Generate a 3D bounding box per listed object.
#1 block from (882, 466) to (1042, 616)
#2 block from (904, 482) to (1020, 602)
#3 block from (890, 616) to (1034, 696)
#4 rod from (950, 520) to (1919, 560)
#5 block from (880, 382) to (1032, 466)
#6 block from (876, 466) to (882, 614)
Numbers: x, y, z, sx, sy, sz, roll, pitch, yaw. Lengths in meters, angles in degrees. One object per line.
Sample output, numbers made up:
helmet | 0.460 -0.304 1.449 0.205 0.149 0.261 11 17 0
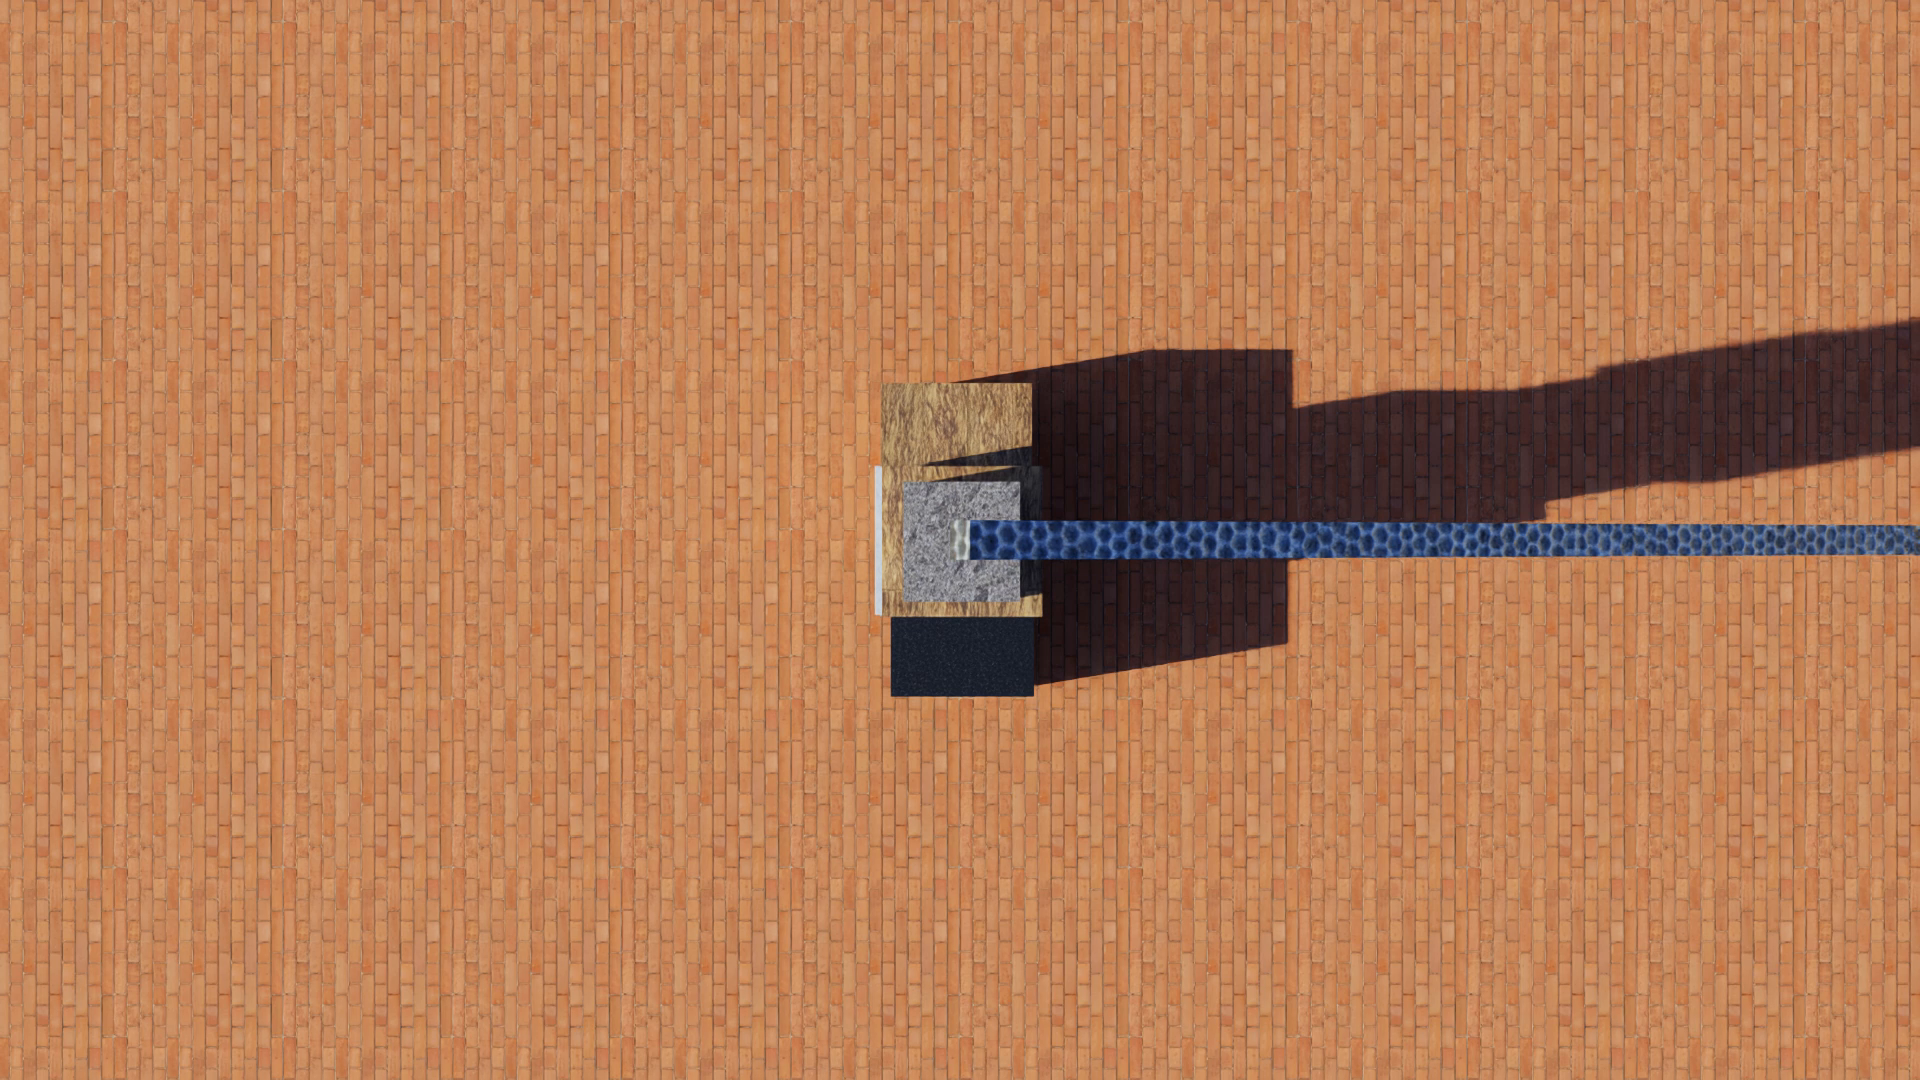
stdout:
block | 0.009 0.006 9.702 0.681 0.743 0.638 0 90 0
block | 0.007 0.007 9.056 0.467 0.549 0.481 0 90 0
block | 0.014 0.403 12.585 0.795 0.831 0.929 0 90 0
rod | 2.234 0.000 5.799 5.200 0.080 0.080 0 90 -31
block | -0.019 -0.469 12.574 0.835 0.852 0.796 0 90 0
block | -0.010 0.001 11.747 0.854 0.801 0.768 0 90 0
